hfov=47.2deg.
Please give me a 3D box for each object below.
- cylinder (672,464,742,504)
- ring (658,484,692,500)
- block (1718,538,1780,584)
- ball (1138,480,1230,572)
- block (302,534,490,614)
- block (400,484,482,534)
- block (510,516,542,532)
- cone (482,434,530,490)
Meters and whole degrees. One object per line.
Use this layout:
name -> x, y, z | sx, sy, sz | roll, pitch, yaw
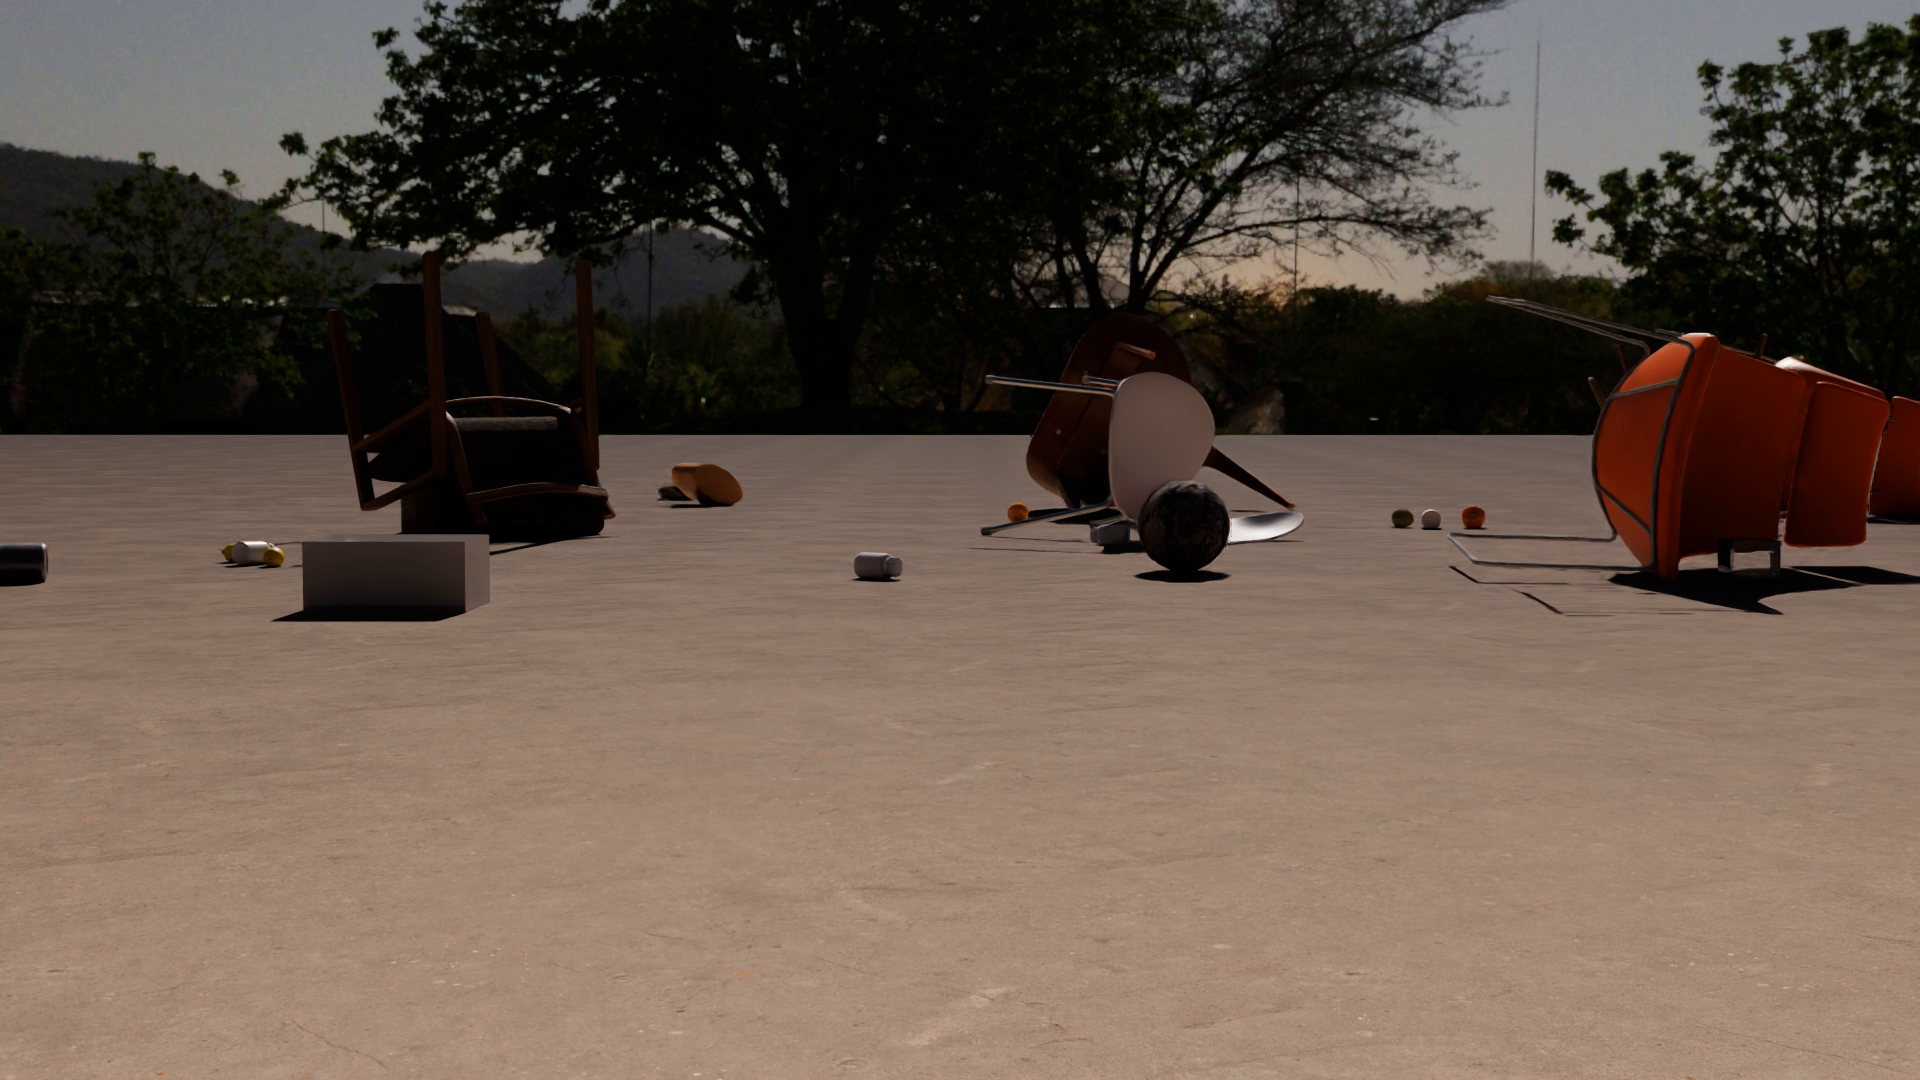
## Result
cylinder -> -0.986, -0.219, 8.558 | 0.144, 0.128, 0.252 | 4, -21, 45
ring -> -1.103, -0.198, 8.983 | 0.257, 0.063, 0.272 | -2, 4, -15
block -> 1.844, 0.048, 5.142 | 0.110, 0.097, 0.101 | 0, 4, 0
ball -> 0.550, -0.035, 5.404 | 0.226, 0.226, 0.226 | 0, 4, 0
block -> -1.154, 0.067, 4.518 | 0.326, 0.144, 0.223 | 0, 4, 1
block -> -1.624, -0.098, 6.890 | 0.177, 0.149, 0.176 | 3, 5, 41
block -> -1.371, -0.051, 6.946 | 0.054, 0.048, 0.080 | 3, 5, 35
cone -> -1.985, -0.392, 9.797 | 0.159, 0.256, 0.251 | 28, -35, 8
